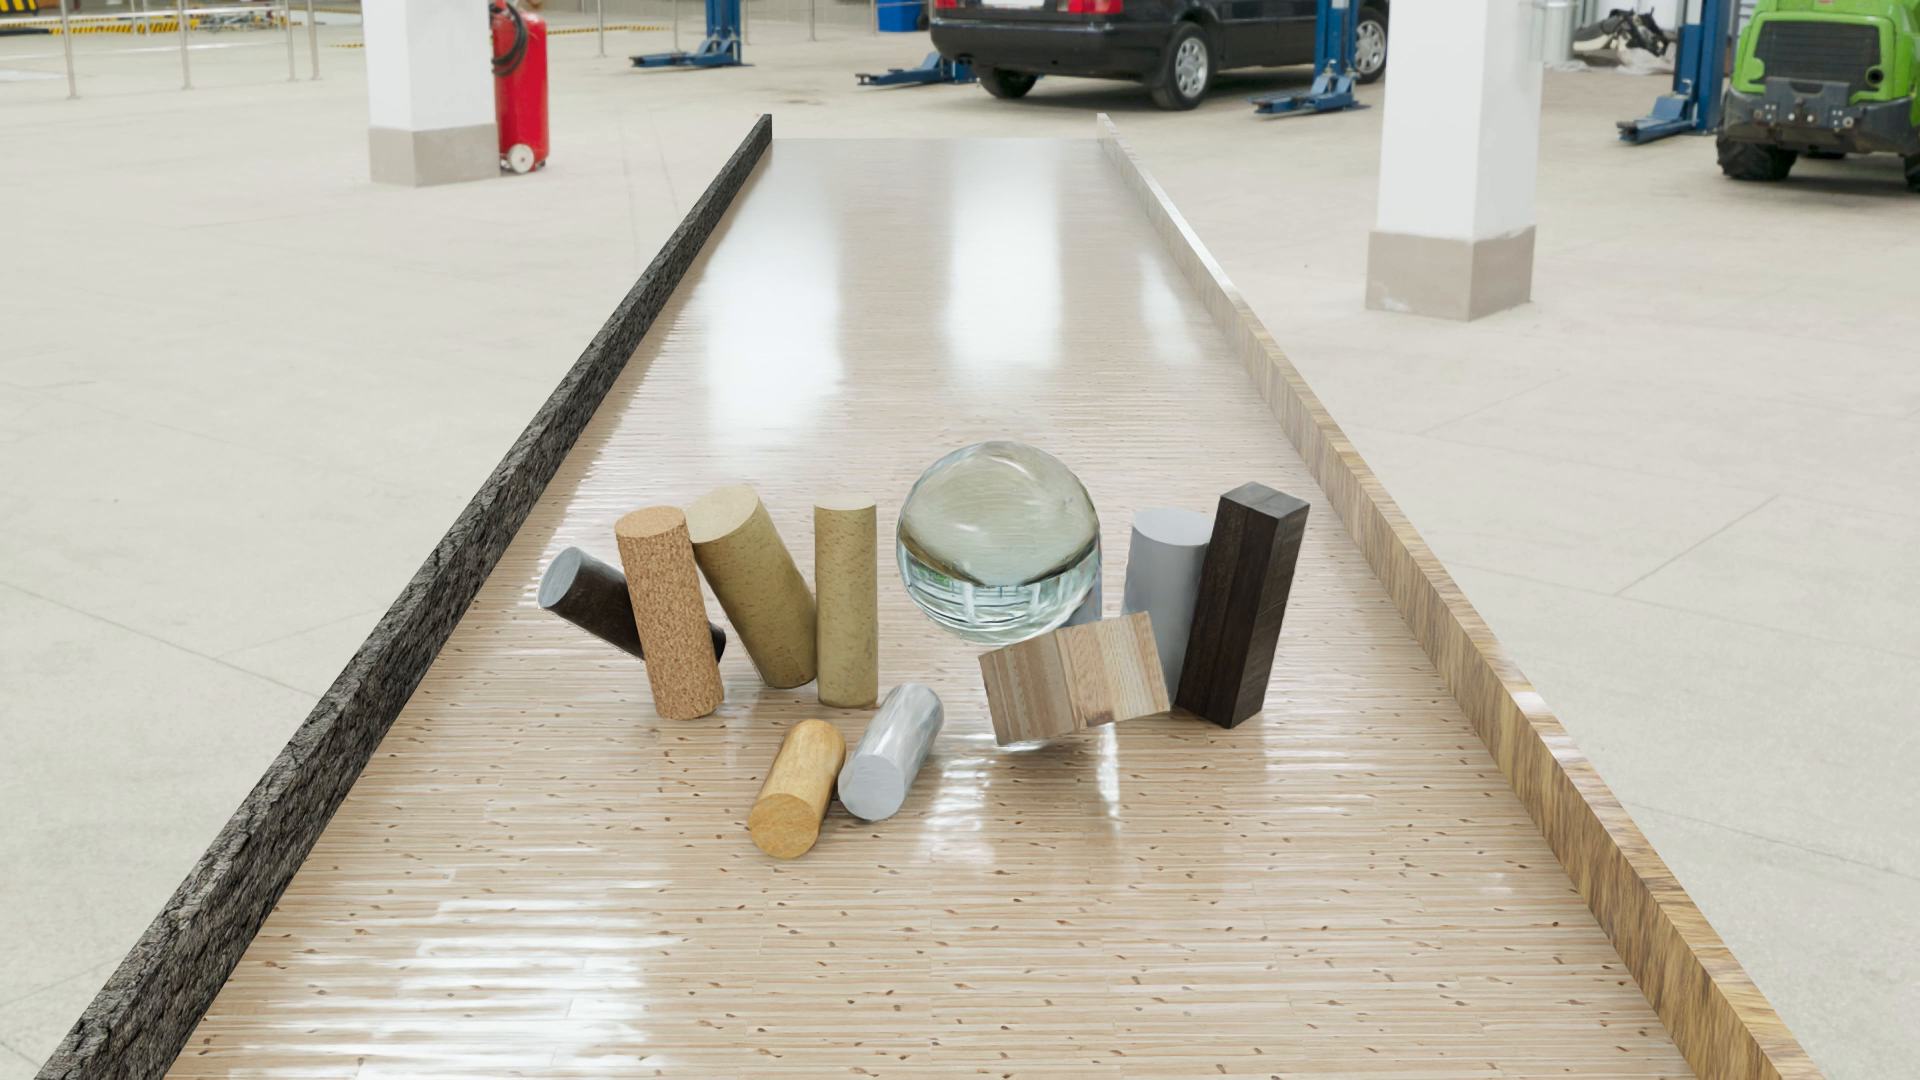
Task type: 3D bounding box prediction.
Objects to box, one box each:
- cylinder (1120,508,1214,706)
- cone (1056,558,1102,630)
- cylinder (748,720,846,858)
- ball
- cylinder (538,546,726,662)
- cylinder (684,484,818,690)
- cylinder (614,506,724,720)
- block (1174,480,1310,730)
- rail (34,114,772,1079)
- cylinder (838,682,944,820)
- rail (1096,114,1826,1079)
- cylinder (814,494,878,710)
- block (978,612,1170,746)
[{"bbox_3d":[0.388,0.127,4.161,0.162,0.341,0.162,4,26,-2],"label":"cylinder"},{"bbox_3d":[0.224,0.128,4.112,0.167,0.353,0.167,9,40,-8],"label":"cone"},{"bbox_3d":[-0.266,0.409,3.653,0.113,0.113,0.322,2,17,5],"label":"cylinder"},{"bbox_3d":[0.068,0.006,3.891,0.366,0.366,0.366,0,17,0],"label":"ball"},{"bbox_3d":[-0.622,0.147,4.191,0.350,0.128,0.128,32,-3,-33],"label":"cylinder"},{"bbox_3d":[-0.381,0.092,4.190,0.163,0.385,0.163,-17,36,13],"label":"cylinder"},{"bbox_3d":[-0.536,0.135,4.069,0.130,0.381,0.130,-7,26,4],"label":"cylinder"},{"bbox_3d":[0.517,0.121,4.042,0.121,0.428,0.121,24,27,29],"label":"block"},{"bbox_3d":[-1.118,-0.838,7.780,0.050,0.150,12.000,0,17,-1],"label":"rail"},{"bbox_3d":[-0.115,0.359,3.794,0.114,0.114,0.381,3,15,9],"label":"cylinder"},{"bbox_3d":[0.932,-0.844,7.801,0.050,0.150,12.000,0,17,-1],"label":"rail"},{"bbox_3d":[-0.214,0.116,4.153,0.118,0.391,0.118,0,17,0],"label":"cylinder"},{"bbox_3d":[0.189,0.244,3.787,0.166,0.166,0.424,-11,-5,-18],"label":"block"}]
